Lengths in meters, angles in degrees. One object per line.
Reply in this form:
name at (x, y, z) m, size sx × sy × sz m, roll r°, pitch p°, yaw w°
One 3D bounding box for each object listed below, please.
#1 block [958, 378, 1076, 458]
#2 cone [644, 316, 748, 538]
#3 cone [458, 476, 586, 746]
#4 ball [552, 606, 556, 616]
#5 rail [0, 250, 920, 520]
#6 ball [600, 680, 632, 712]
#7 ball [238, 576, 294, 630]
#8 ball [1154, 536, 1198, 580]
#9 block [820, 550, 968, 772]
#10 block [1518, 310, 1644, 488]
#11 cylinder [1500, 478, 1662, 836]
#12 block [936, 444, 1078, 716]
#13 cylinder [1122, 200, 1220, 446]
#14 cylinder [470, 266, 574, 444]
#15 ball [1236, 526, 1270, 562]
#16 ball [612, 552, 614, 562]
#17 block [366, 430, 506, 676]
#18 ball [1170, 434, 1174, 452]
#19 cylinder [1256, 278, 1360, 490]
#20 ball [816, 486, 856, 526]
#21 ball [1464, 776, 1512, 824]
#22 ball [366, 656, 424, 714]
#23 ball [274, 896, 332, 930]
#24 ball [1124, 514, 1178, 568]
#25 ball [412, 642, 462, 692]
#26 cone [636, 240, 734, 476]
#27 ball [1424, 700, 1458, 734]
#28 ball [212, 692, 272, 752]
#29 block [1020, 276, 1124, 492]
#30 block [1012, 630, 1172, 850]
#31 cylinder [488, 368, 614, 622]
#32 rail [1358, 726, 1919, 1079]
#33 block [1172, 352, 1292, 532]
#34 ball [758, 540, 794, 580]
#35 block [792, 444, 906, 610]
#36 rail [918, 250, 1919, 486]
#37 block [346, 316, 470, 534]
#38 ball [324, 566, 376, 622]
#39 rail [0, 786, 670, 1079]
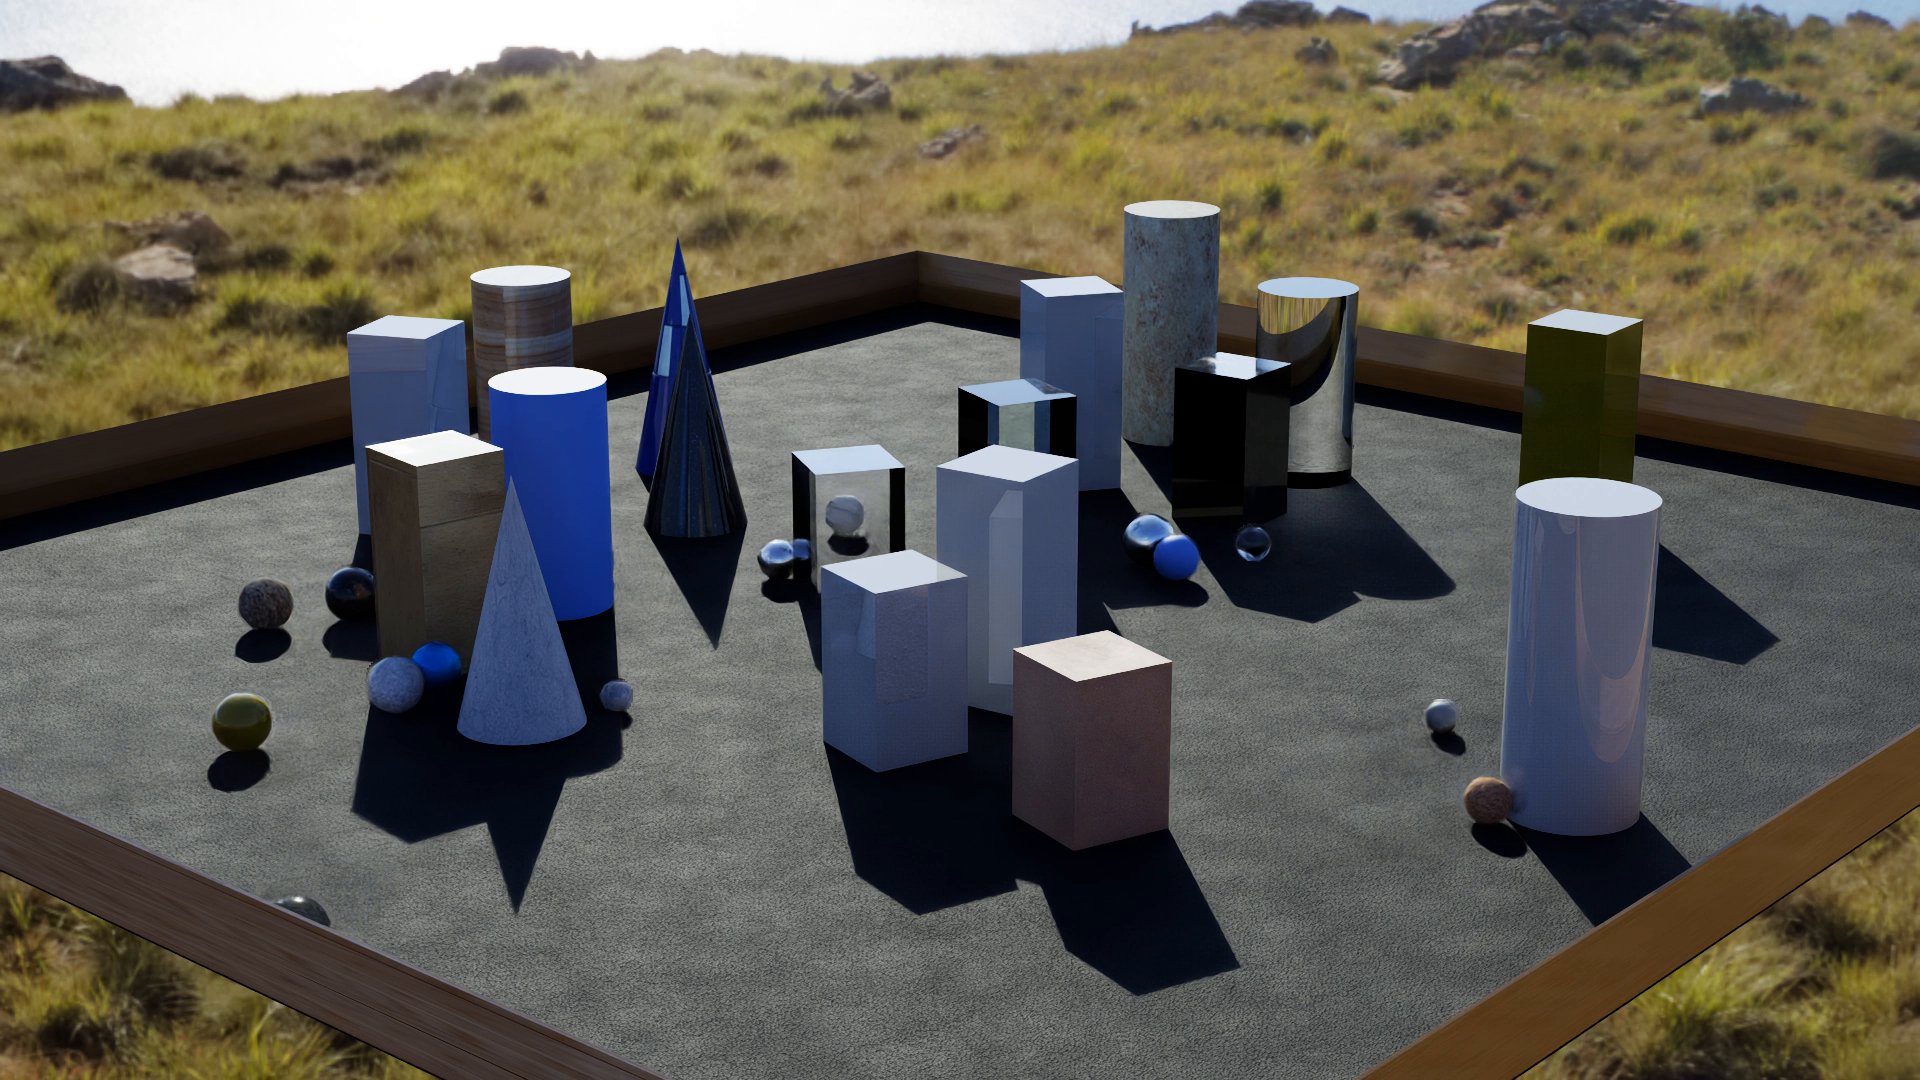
block at (0.104, -0.127, 5.359) m, size 0.159 × 0.297 × 0.159 m, roll -8°, pitch 19°, yaw -26°
cone at (-0.502, -0.229, 5.506) m, size 0.199 × 0.409 × 0.199 m, roll 0°, pitch 17°, yaw 0°
cone at (-0.675, 0.092, 4.464) m, size 0.199 × 0.396 × 0.199 m, roll 0°, pitch 17°, yaw 0°
ball at (-0.718, 0.132, 4.845) m, size 0.099 × 0.099 × 0.099 m, roll 0°, pitch 17°, yaw 0°
rail at (-1.254, -0.282, 6.162) m, size 0.045 × 0.129 × 3.551 m, roll 14°, pitch 22°, yaw 39°
ball at (-0.536, 0.243, 4.564) m, size 0.048 × 0.048 × 0.048 m, roll 0°, pitch 17°, yaw 0°
ball at (-1.170, 0.107, 4.944) m, size 0.090 × 0.090 × 0.090 m, roll 0°, pitch 17°, yaw 0°
ball at (0.384, 0.032, 5.208) m, size 0.081 × 0.081 × 0.081 m, roll 0°, pitch 17°, yaw 0°
block at (-0.098, 0.179, 4.382) m, size 0.159 × 0.277 × 0.159 m, roll -10°, pitch 20°, yaw -31°
block at (1.165, -0.221, 5.516) m, size 0.159 × 0.388 × 0.159 m, roll 12°, pitch 21°, yaw 35°
cylinder at (0.868, 0.162, 4.114) m, size 0.199 × 0.463 × 0.199 m, roll 0°, pitch 17°, yaw 0°
block at (0.074, 0.062, 4.590) m, size 0.159 × 0.379 × 0.159 m, roll 11°, pitch 20°, yaw 33°
cylinder at (0.438, -0.453, 6.127) m, size 0.199 × 0.480 × 0.199 m, roll 0°, pitch 17°, yaw 0°
cylinder at (-0.882, -0.347, 5.942) m, size 0.199 × 0.384 × 0.199 m, roll 0°, pitch 17°, yaw 0°
ball at (0.532, 0.007, 5.321) m, size 0.064 × 0.064 × 0.064 m, roll 0°, pitch 17°, yaw 0°
ball at (-0.653, 0.031, 5.232) m, size 0.068 × 0.068 × 0.068 m, roll 0°, pitch 17°, yaw 0°
block at (-0.842, 0.025, 4.749) m, size 0.159 × 0.360 × 0.159 m, roll -14°, pitch 22°, yaw -38°
ball at (0.460, -0.197, 5.997) m, size 0.064 × 0.064 × 0.064 m, roll 0°, pitch 17°, yaw 0°
cylinder at (0.686, -0.313, 5.827) m, size 0.199 × 0.384 × 0.199 m, roll 0°, pitch 17°, yaw 0°
ball at (-0.235, -0.066, 5.542) m, size 0.075 × 0.075 × 0.075 m, roll 0°, pitch 17°, yaw 0°
ball at (0.741, 0.366, 4.123) m, size 0.067 × 0.067 × 0.067 m, roll 0°, pitch 17°, yaw 0°
ball at (-0.877, 0.225, 4.555) m, size 0.089 × 0.089 × 0.089 m, roll 0°, pitch 17°, yaw 0°
ball at (-0.832, 0.490, 3.675) m, size 0.088 × 0.088 × 0.088 m, roll 0°, pitch 17°, yaw 0°
ball at (0.343, 0.001, 5.282) m, size 0.097 × 0.097 × 0.097 m, roll 0°, pitch 17°, yaw 0°
ball at (-0.830, 0.201, 4.649) m, size 0.080 × 0.080 × 0.080 m, roll 0°, pitch 17°, yaw 0°
cone at (-0.560, -0.377, 5.884) m, size 0.199 × 0.474 × 0.199 m, roll 0°, pitch 17°, yaw 0°
ball at (0.735, 0.269, 4.473) m, size 0.050 × 0.050 × 0.050 m, roll 0°, pitch 17°, yaw 0°
ball at (-1.076, 0.273, 4.396) m, size 0.089 × 0.089 × 0.089 m, roll 0°, pitch 17°, yaw 0°
block at (0.218, -0.308, 5.791) m, size 0.159 × 0.394 × 0.159 m, roll -5°, pitch 17°, yaw -16°
block at (0.183, 0.278, 4.102) m, size 0.159 × 0.247 × 0.159 m, roll -10°, pitch 19°, yaw -30°
cylinder at (-0.700, -0.080, 5.032) m, size 0.199 × 0.397 × 0.199 m, roll 0°, pitch 17°, yaw 0°
rail at (1.254, 0.346, 4.077) m, size 0.045 × 0.129 × 3.551 m, roll 14°, pitch 22°, yaw 39°
block at (0.515, -0.188, 5.568) m, size 0.159 × 0.294 × 0.159 m, roll 12°, pitch 21°, yaw 35°
ball at (-0.324, 0.035, 5.213) m, size 0.071 × 0.071 × 0.071 m, roll 0°, pitch 17°, yaw 0°
block at (-0.194, -0.024, 5.113) m, size 0.159 × 0.242 × 0.159 m, roll -5°, pitch 18°, yaw -17°
rail at (1.148, -0.349, 6.386) m, size 3.369 × 0.129 × 0.045 m, roll 14°, pitch 22°, yaw 39°
block at (-1.026, -0.211, 5.489) m, size 0.159 × 0.384 × 0.159 m, roll 5°, pitch 18°, yaw 17°
ball at (-1.032, 0.092, 4.984) m, size 0.094 × 0.094 × 0.094 m, roll 0°, pitch 17°, yaw 0°
rail at (-1.148, 0.414, 3.853) m, size 3.369 × 0.129 × 0.045 m, roll 14°, pitch 22°, yaw 39°
